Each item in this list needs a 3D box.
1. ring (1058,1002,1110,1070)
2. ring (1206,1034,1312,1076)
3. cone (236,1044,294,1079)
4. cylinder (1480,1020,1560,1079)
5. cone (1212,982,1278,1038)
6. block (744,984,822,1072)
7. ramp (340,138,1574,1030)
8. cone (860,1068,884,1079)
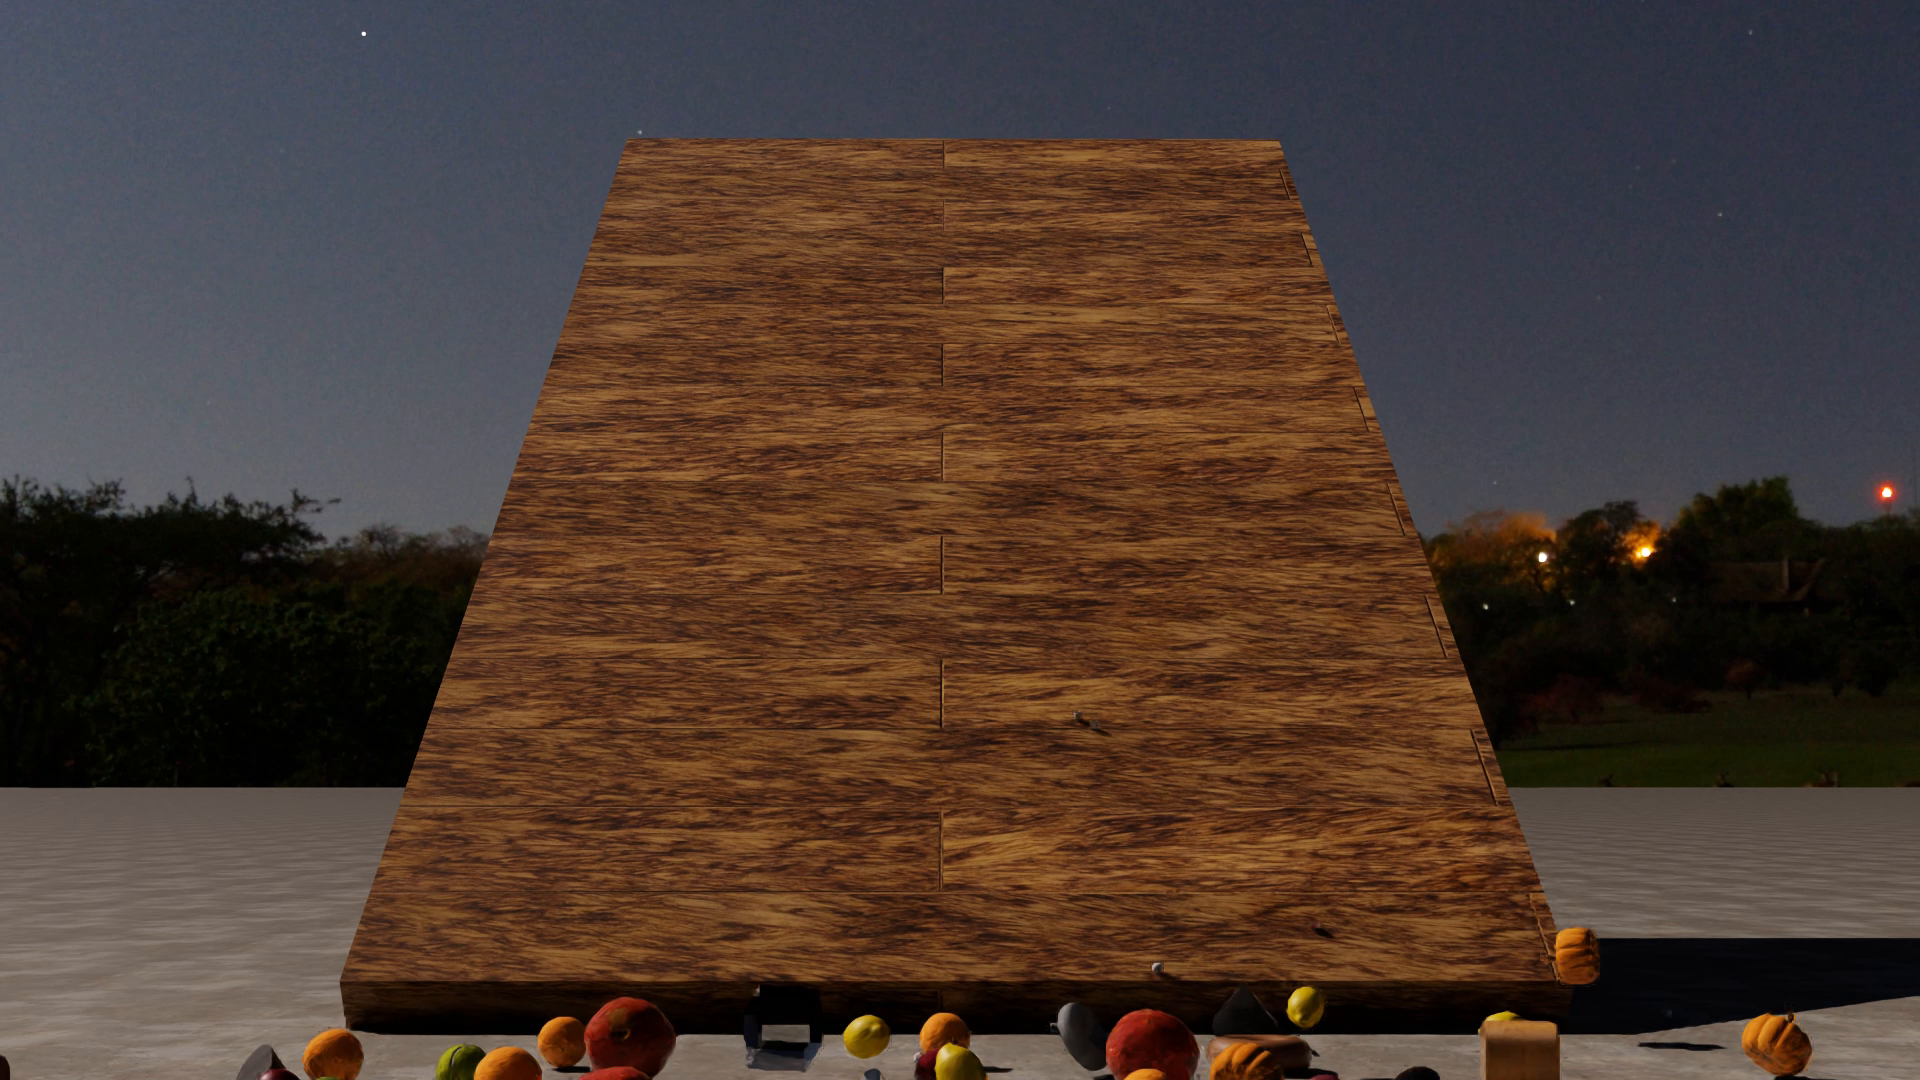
[{"bbox_3d":[0.171,0.685,3.314,0.033,0.100,0.100,-34,-18,17],"label":"ring"},{"bbox_3d":[0.418,0.719,3.358,0.146,0.049,0.146,1,-7,0],"label":"ring"},{"bbox_3d":[-0.861,0.693,3.043,0.082,0.082,0.082,36,-26,-31],"label":"cone"},{"bbox_3d":[0.727,0.672,3.124,0.092,0.092,0.092,0,-6,7],"label":"cylinder"},{"bbox_3d":[0.429,0.701,3.633,0.098,0.098,0.098,-5,38,4],"label":"cone"},{"bbox_3d":[-0.238,0.655,3.223,0.082,0.082,0.082,7,-40,-19],"label":"block"},{"bbox_3d":[-0.012,-0.216,5.662,2.000,0.100,4.000,0,29,0],"label":"ramp"},{"bbox_3d":[-0.090,0.686,2.934,0.063,0.063,0.063,33,-18,-20],"label":"cone"}]
